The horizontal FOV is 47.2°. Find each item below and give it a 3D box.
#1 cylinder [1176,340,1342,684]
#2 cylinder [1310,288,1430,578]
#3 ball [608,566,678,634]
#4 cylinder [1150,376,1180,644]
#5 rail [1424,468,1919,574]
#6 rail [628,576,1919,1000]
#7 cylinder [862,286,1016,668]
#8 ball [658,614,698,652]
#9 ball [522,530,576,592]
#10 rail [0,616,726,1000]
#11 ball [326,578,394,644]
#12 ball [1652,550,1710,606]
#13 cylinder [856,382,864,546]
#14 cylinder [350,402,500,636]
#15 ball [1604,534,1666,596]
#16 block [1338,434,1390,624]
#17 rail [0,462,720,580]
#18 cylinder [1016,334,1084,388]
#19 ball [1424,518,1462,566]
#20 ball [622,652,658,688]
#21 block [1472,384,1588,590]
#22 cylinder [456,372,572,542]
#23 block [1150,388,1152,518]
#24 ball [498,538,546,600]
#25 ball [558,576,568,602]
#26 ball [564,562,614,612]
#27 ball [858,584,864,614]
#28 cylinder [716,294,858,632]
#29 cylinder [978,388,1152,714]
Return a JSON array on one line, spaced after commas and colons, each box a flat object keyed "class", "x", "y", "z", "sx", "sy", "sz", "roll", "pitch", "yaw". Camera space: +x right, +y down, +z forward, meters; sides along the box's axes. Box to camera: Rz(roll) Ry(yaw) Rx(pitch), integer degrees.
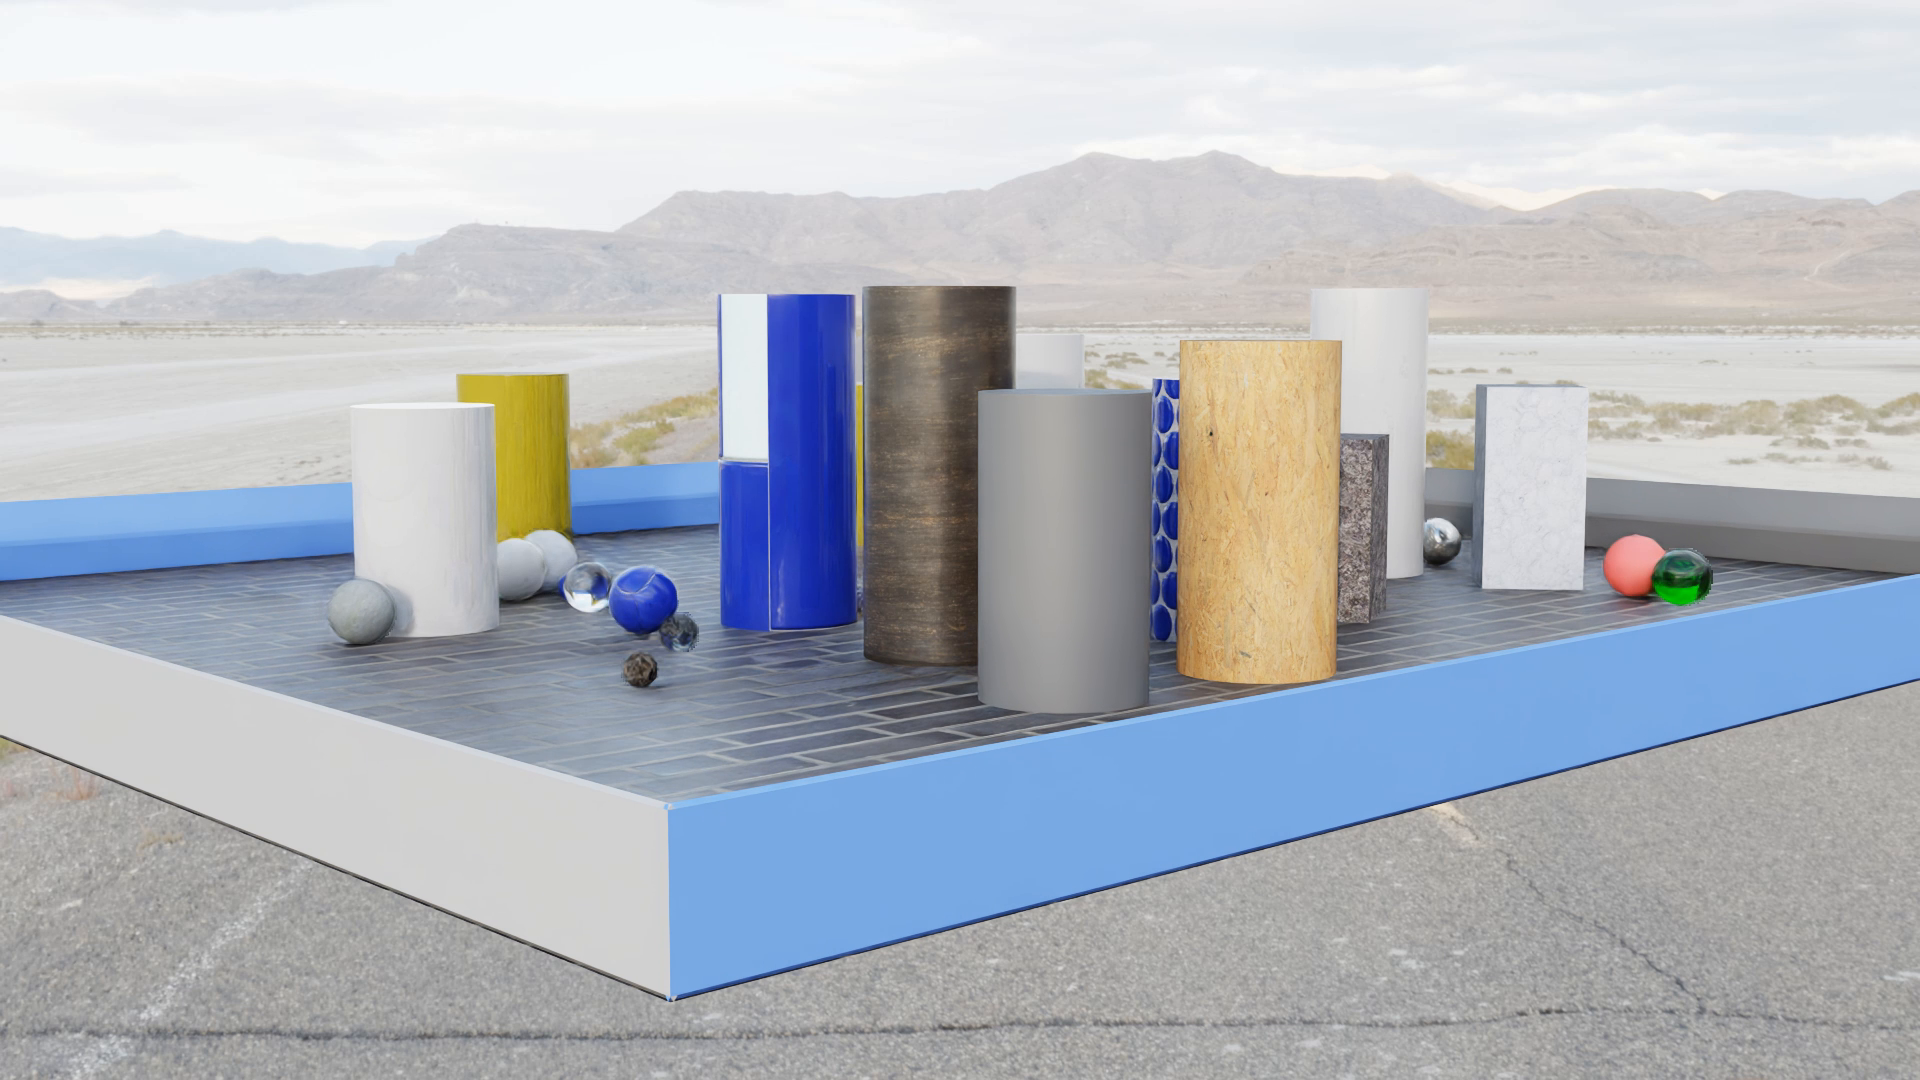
[{"class": "cylinder", "x": 0.367, "y": -0.041, "z": 2.707, "sx": 0.197, "sy": 0.408, "sz": 0.197, "roll": 0, "pitch": 6, "yaw": 0}, {"class": "cylinder", "x": 0.691, "y": -0.185, "z": 3.734, "sx": 0.197, "sy": 0.480, "sz": 0.197, "roll": 0, "pitch": 6, "yaw": 0}, {"class": "ball", "x": -0.436, "y": 0.082, "z": 3.029, "sx": 0.095, "sy": 0.095, "sz": 0.095, "roll": 0, "pitch": 6, "yaw": 0}, {"class": "cylinder", "x": 0.360, "y": -0.044, "z": 3.001, "sx": 0.197, "sy": 0.353, "sz": 0.197, "roll": 0, "pitch": 6, "yaw": 0}, {"class": "rail", "x": 1.045, "y": -0.067, "z": 4.291, "sx": 0.045, "sy": 0.128, "sz": 2.583, "roll": -5, "pitch": 8, "yaw": -42}, {"class": "rail", "x": 0.860, "y": 0.130, "z": 2.405, "sx": 2.892, "sy": 0.128, "sz": 0.045, "roll": -5, "pitch": 8, "yaw": -42}, {"class": "cylinder", "x": -0.026, "y": -0.087, "z": 2.826, "sx": 0.197, "sy": 0.474, "sz": 0.197, "roll": 0, "pitch": 6, "yaw": 0}, {"class": "ball", "x": -0.368, "y": 0.121, "z": 2.873, "sx": 0.051, "sy": 0.051, "sz": 0.051, "roll": 0, "pitch": 6, "yaw": 0}, {"class": "ball", "x": -0.656, "y": 0.033, "z": 3.478, "sx": 0.098, "sy": 0.098, "sz": 0.098, "roll": 0, "pitch": 6, "yaw": 0}, {"class": "rail", "x": -1.045, "y": 0.134, "z": 2.373, "sx": 0.045, "sy": 0.128, "sz": 2.583, "roll": -5, "pitch": 8, "yaw": -42}, {"class": "ball", "x": -0.801, "y": 0.095, "z": 2.939, "sx": 0.088, "sy": 0.088, "sz": 0.088, "roll": 0, "pitch": 6, "yaw": 0}, {"class": "ball", "x": 1.091, "y": 0.057, "z": 3.327, "sx": 0.084, "sy": 0.084, "sz": 0.084, "roll": 0, "pitch": 6, "yaw": 0}, {"class": "cylinder", "x": -0.166, "y": -0.151, "z": 4.256, "sx": 0.197, "sy": 0.304, "sz": 0.197, "roll": 0, "pitch": 6, "yaw": 0}, {"class": "cylinder", "x": -0.750, "y": -0.033, "z": 3.088, "sx": 0.197, "sy": 0.312, "sz": 0.197, "roll": 0, "pitch": 6, "yaw": 0}, {"class": "ball", "x": 1.053, "y": 0.040, "z": 3.425, "sx": 0.097, "sy": 0.097, "sz": 0.097, "roll": 0, "pitch": 6, "yaw": 0}, {"class": "block", "x": 0.536, "y": -0.022, "z": 3.227, "sx": 0.158, "sy": 0.262, "sz": 0.158, "roll": 2, "pitch": 6, "yaw": 20}, {"class": "rail", "x": -0.860, "y": -0.064, "z": 4.259, "sx": 2.892, "sy": 0.128, "sz": 0.045, "roll": -5, "pitch": 8, "yaw": -42}, {"class": "cylinder", "x": 0.103, "y": -0.130, "z": 3.563, "sx": 0.197, "sy": 0.407, "sz": 0.197, "roll": 0, "pitch": 6, "yaw": 0}, {"class": "ball", "x": 0.834, "y": 0.004, "z": 3.843, "sx": 0.082, "sy": 0.082, "sz": 0.082, "roll": 0, "pitch": 6, "yaw": 0}, {"class": "ball", "x": -0.379, "y": 0.153, "z": 2.606, "sx": 0.042, "sy": 0.042, "sz": 0.042, "roll": 0, "pitch": 6, "yaw": 0}, {"class": "block", "x": 0.926, "y": -0.090, "z": 3.584, "sx": 0.158, "sy": 0.323, "sz": 0.158, "roll": 1, "pitch": 6, "yaw": 7}, {"class": "cylinder", "x": -0.791, "y": -0.129, "z": 3.907, "sx": 0.197, "sy": 0.333, "sz": 0.197, "roll": 0, "pitch": 6, "yaw": 0}, {"class": "block", "x": 0.322, "y": -0.107, "z": 3.838, "sx": 0.158, "sy": 0.305, "sz": 0.158, "roll": -4, "pitch": 7, "yaw": -33}, {"class": "ball", "x": -0.685, "y": 0.045, "z": 3.381, "sx": 0.096, "sy": 0.096, "sz": 0.096, "roll": 0, "pitch": 6, "yaw": 0}, {"class": "ball", "x": -0.592, "y": 0.073, "z": 3.364, "sx": 0.045, "sy": 0.045, "sz": 0.045, "roll": 0, "pitch": 6, "yaw": 0}, {"class": "ball", "x": -0.548, "y": 0.069, "z": 3.250, "sx": 0.075, "sy": 0.075, "sz": 0.075, "roll": 0, "pitch": 6, "yaw": 0}, {"class": "ball", "x": -0.126, "y": 0.086, "z": 3.203, "sx": 0.052, "sy": 0.052, "sz": 0.052, "roll": 0, "pitch": 6, "yaw": 0}, {"class": "cylinder", "x": -0.245, "y": -0.115, "z": 3.134, "sx": 0.197, "sy": 0.466, "sz": 0.197, "roll": 0, "pitch": 6, "yaw": 0}, {"class": "cylinder", "x": 0.119, "y": 0.007, "z": 2.517, "sx": 0.197, "sy": 0.353, "sz": 0.197, "roll": 0, "pitch": 6, "yaw": 0}]
